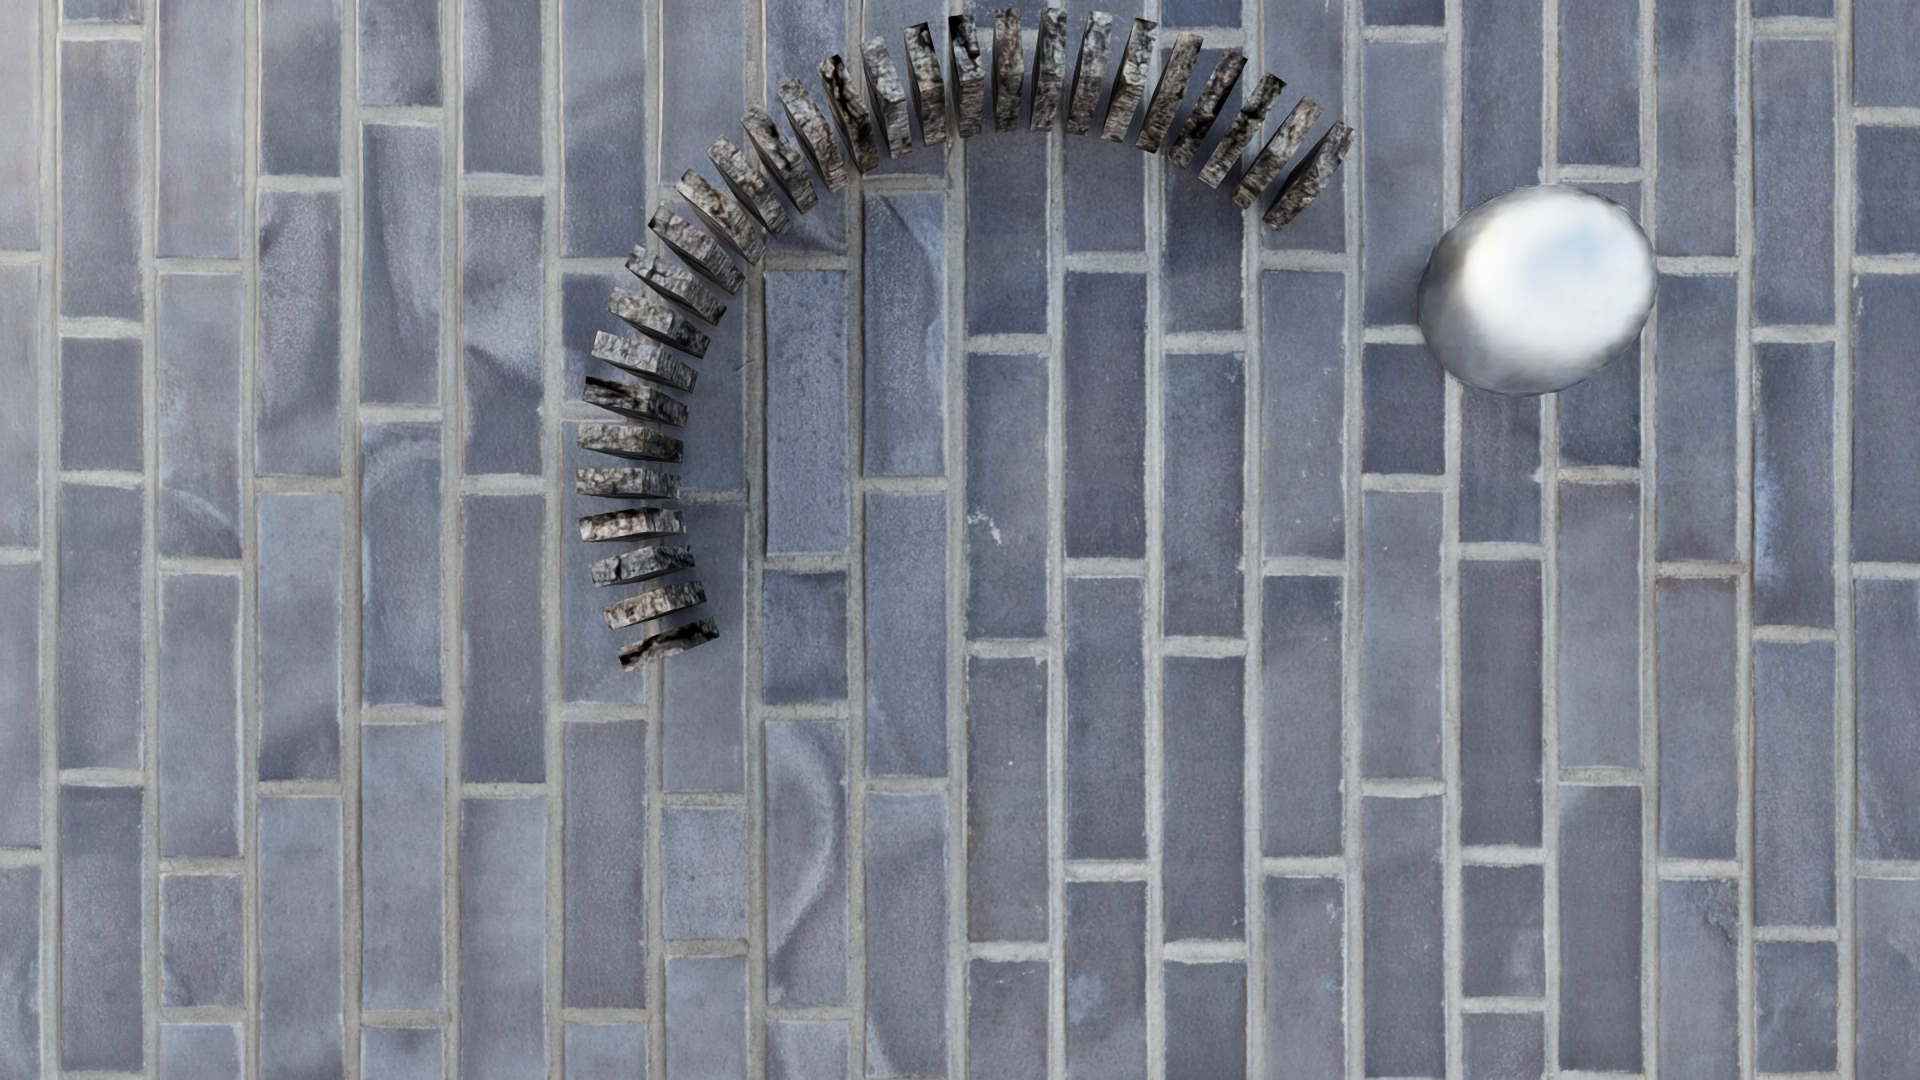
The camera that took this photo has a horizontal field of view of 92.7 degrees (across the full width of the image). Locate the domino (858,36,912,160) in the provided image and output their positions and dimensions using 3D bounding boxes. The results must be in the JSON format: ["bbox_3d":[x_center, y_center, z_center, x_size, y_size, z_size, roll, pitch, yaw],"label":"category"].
[{"bbox_3d":[-0.030,-0.179,0.375,0.009,0.050,0.025,-21,90,0],"label":"domino"}]

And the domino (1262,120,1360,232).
[{"bbox_3d":[0.142,-0.148,0.375,0.009,0.050,0.025,32,90,0],"label":"domino"}]

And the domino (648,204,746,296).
[{"bbox_3d":[-0.106,-0.117,0.375,0.025,0.050,0.009,33,90,0],"label":"domino"}]

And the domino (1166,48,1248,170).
[{"bbox_3d":[0.100,-0.175,0.375,0.010,0.050,0.025,28,90,0],"label":"domino"}]

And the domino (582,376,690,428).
[{"bbox_3d":[-0.131,-0.056,0.375,0.025,0.050,0.009,10,90,0],"label":"domino"}]

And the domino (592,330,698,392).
[{"bbox_3d":[-0.128,-0.072,0.375,0.025,0.050,0.010,16,90,0],"label":"domino"}]

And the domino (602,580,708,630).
[{"bbox_3d":[-0.124,0.026,0.375,0.025,0.050,0.009,-19,90,0],"label":"domino"}]

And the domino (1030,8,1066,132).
[{"bbox_3d":[0.036,-0.191,0.375,0.010,0.050,0.025,2,90,0],"label":"domino"}]

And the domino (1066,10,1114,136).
[{"bbox_3d":[0.052,-0.189,0.375,0.009,0.050,0.025,8,90,0],"label":"domino"}]

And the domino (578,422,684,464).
[{"bbox_3d":[-0.133,-0.039,0.375,0.025,0.050,0.010,5,90,0],"label":"domino"}]

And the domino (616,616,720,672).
[{"bbox_3d":[-0.118,0.042,0.375,0.025,0.050,0.010,-20,90,0],"label":"domino"}]

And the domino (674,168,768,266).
[{"bbox_3d":[-0.097,-0.131,0.375,0.025,0.050,0.009,39,90,0],"label":"domino"}]

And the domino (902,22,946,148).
[{"bbox_3d":[-0.014,-0.185,0.375,0.009,0.050,0.025,-16,90,0],"label":"domino"}]

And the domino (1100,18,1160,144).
[{"bbox_3d":[0.069,-0.186,0.375,0.010,0.050,0.025,13,90,0],"label":"domino"}]

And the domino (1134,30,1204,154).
[{"bbox_3d":[0.085,-0.182,0.375,0.010,0.050,0.025,19,90,0],"label":"domino"}]

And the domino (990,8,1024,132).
[{"bbox_3d":[0.019,-0.191,0.375,0.009,0.050,0.025,-4,90,0],"label":"domino"}]

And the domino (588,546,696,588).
[{"bbox_3d":[-0.129,0.010,0.375,0.025,0.050,0.009,-16,90,0],"label":"domino"}]

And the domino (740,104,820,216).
[{"bbox_3d":[-0.073,-0.154,0.375,0.009,0.050,0.025,-39,90,0],"label":"domino"}]

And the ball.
[{"bbox_3d":[0.224,-0.097,0.360,0.080,0.080,0.080,0,90,0],"label":"ball"}]

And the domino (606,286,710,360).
[{"bbox_3d":[-0.122,-0.088,0.375,0.025,0.050,0.009,22,90,0],"label":"domino"}]

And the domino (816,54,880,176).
[{"bbox_3d":[-0.045,-0.173,0.375,0.010,0.050,0.025,-27,90,0],"label":"domino"}]

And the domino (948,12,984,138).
[{"bbox_3d":[0.002,-0.188,0.375,0.010,0.050,0.025,-10,90,0],"label":"domino"}]

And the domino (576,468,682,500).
[{"bbox_3d":[-0.134,-0.023,0.375,0.025,0.050,0.009,-1,90,0],"label":"domino"}]

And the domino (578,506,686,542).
[{"bbox_3d":[-0.133,-0.006,0.375,0.025,0.050,0.010,-10,90,0],"label":"domino"}]

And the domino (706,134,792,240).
[{"bbox_3d":[-0.085,-0.143,0.375,0.009,0.050,0.025,-45,90,0],"label":"domino"}]

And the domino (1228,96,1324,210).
[{"bbox_3d":[0.128,-0.157,0.375,0.009,0.050,0.025,35,90,0],"label":"domino"}]

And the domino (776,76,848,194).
[{"bbox_3d":[-0.059,-0.164,0.375,0.010,0.050,0.025,-33,90,0],"label":"domino"}]

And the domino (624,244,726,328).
[{"bbox_3d":[-0.115,-0.103,0.375,0.025,0.050,0.010,28,90,0],"label":"domino"}]

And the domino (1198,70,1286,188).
[{"bbox_3d":[0.114,-0.166,0.375,0.010,0.050,0.025,33,90,0],"label":"domino"}]
